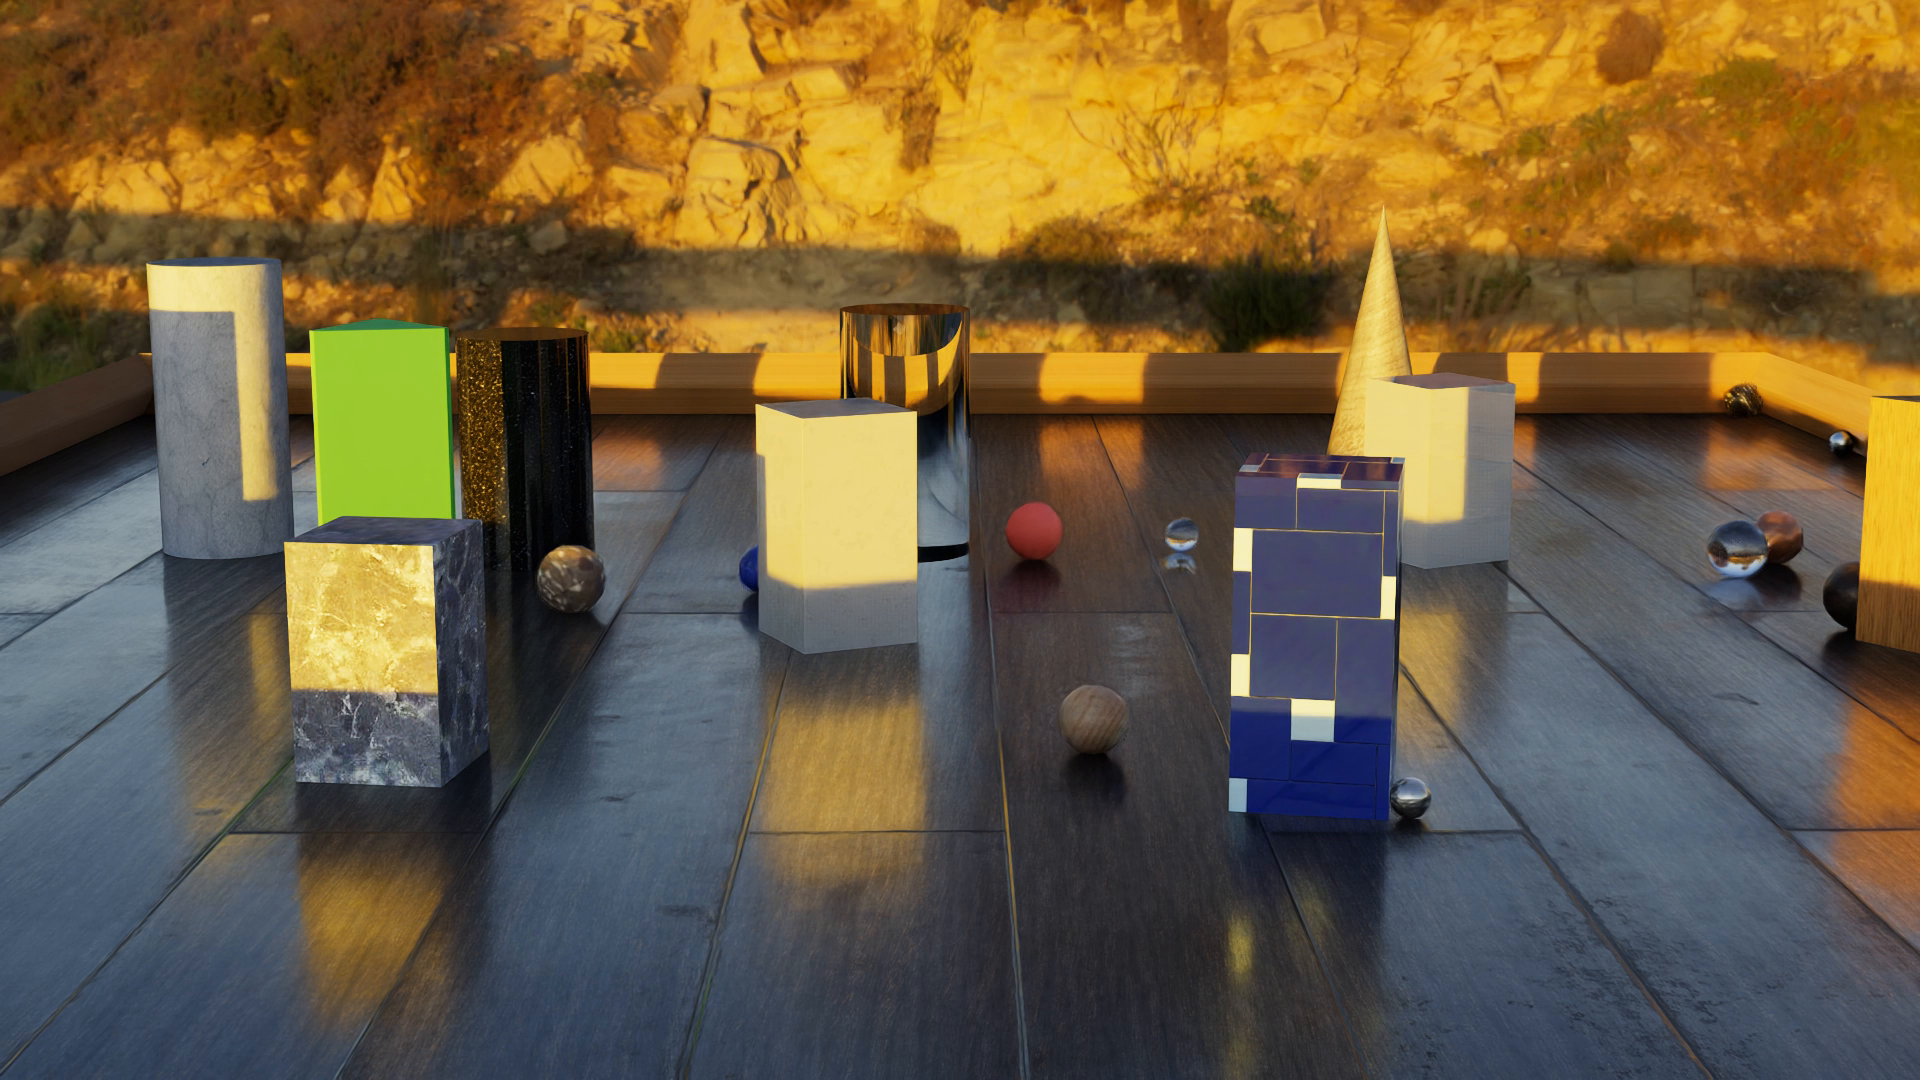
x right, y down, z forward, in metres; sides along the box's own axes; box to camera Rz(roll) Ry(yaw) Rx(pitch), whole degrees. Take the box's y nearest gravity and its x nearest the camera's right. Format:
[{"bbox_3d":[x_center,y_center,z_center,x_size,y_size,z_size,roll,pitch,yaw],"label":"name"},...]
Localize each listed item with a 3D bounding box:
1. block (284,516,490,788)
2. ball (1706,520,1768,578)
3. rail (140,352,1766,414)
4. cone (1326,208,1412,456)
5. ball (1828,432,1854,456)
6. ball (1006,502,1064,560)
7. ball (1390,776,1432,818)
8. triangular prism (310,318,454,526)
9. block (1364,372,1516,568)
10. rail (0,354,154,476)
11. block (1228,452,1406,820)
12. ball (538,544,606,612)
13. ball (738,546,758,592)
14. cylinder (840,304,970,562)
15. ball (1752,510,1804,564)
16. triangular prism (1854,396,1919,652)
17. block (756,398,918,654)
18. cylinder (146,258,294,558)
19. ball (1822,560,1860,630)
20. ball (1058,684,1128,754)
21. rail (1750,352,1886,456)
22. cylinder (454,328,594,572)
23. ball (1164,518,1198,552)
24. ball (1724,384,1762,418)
[{"bbox_3d":[-0.595,0.113,2.680,0.156,0.250,0.156,1,11,8],"label":"block"},{"bbox_3d":[1.113,0.013,3.672,0.085,0.085,0.085,0,11,0],"label":"ball"},{"bbox_3d":[-0.011,-0.326,5.380,3.422,0.126,0.045,0,11,0],"label":"rail"},{"bbox_3d":[0.740,-0.348,4.524,0.194,0.485,0.194,0,11,0],"label":"cone"},{"bbox_3d":[1.655,-0.180,4.819,0.046,0.046,0.046,0,11,0],"label":"ball"},{"bbox_3d":[0.111,-0.013,3.808,0.086,0.086,0.086,0,11,0],"label":"ball"},{"bbox_3d":[0.440,0.252,2.506,0.041,0.041,0.041,0,11,0],"label":"ball"},{"bbox_3d":[-0.750,-0.085,3.348,0.168,0.395,0.146,-2,11,-12],"label":"triangular prism"},{"bbox_3d":[0.712,-0.106,3.827,0.156,0.264,0.156,-5,12,-27],"label":"block"},{"bbox_3d":[-1.687,0.034,3.439,0.045,0.126,3.975,0,11,0],"label":"rail"},{"bbox_3d":[0.358,0.092,2.562,0.156,0.335,0.156,2,11,12],"label":"block"},{"bbox_3d":[-0.521,0.052,3.445,0.092,0.092,0.092,0,11,0],"label":"ball"},{"bbox_3d":[-0.275,0.040,3.574,0.068,0.068,0.068,0,11,0],"label":"ball"},{"bbox_3d":[-0.082,-0.164,3.854,0.194,0.366,0.194,0,11,0],"label":"cylinder"},{"bbox_3d":[1.204,-0.005,3.784,0.079,0.079,0.079,0,11,0],"label":"ball"},{"bbox_3d":[1.256,-0.022,3.238,0.146,0.313,0.168,-7,13,-35],"label":"triangular prism"},{"bbox_3d":[-0.158,-0.022,3.280,0.156,0.297,0.156,-5,12,-25],"label":"block"},{"bbox_3d":[-1.116,-0.203,3.879,0.194,0.434,0.194,0,11,0],"label":"cylinder"},{"bbox_3d":[1.171,0.072,3.336,0.092,0.092,0.092,0,11,0],"label":"ball"},{"bbox_3d":[0.142,0.192,2.740,0.075,0.075,0.075,0,11,0],"label":"ball"},{"bbox_3d":[1.687,0.031,3.459,0.045,0.126,3.975,0,11,0],"label":"rail"},{"bbox_3d":[-0.643,-0.138,3.797,0.194,0.336,0.194,0,11,0],"label":"cylinder"},{"bbox_3d":[0.335,-0.007,3.877,0.051,0.051,0.051,0,11,0],"label":"ball"},{"bbox_3d":[1.626,-0.289,5.331,0.073,0.073,0.073,0,11,0],"label":"ball"}]
